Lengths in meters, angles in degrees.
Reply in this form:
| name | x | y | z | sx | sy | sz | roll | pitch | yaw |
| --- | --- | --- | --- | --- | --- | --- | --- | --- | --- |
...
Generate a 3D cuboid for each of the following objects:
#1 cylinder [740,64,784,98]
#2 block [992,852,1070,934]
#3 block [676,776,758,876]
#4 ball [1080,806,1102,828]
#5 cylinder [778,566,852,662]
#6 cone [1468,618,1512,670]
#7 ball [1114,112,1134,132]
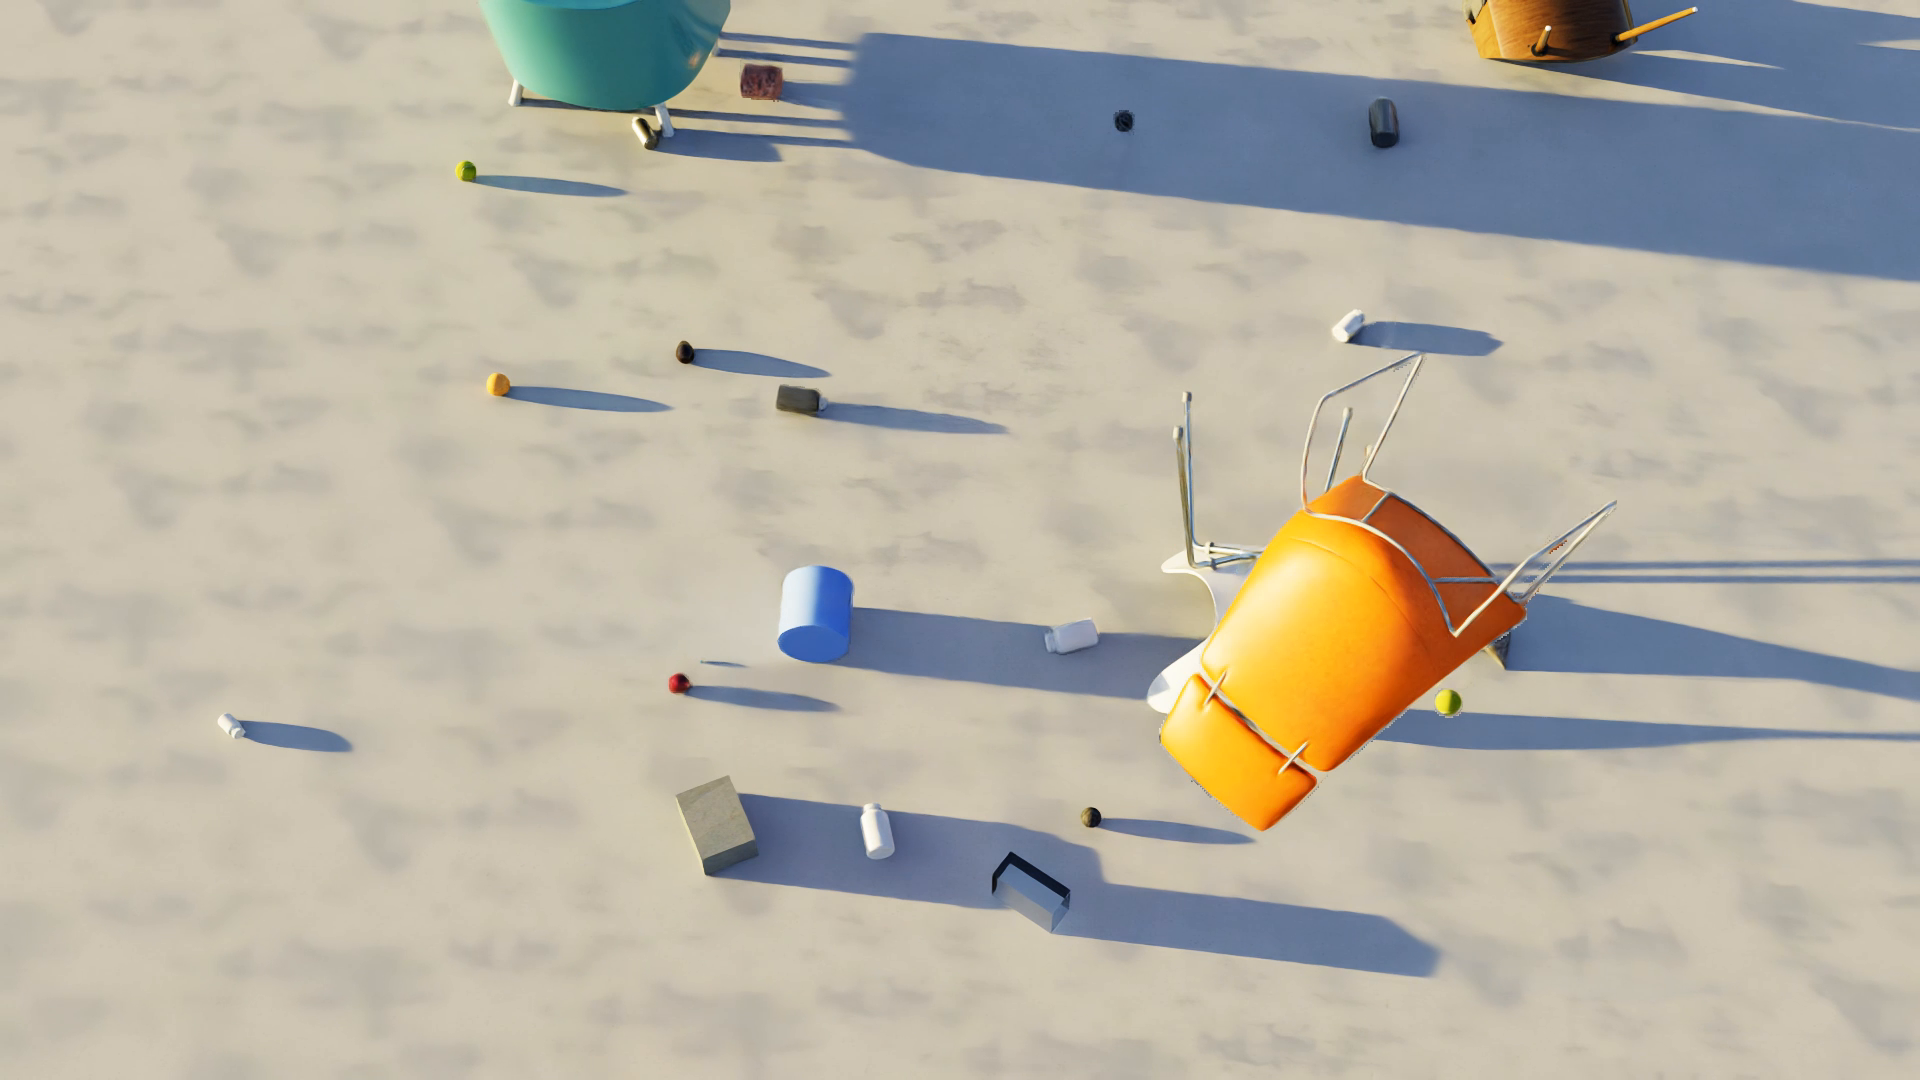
| name | x | y | z | sx | sy | sz | roll | pitch | yaw |
| --- | --- | --- | --- | --- | --- | --- | --- | --- | --- |
| cylinder | -0.681 | -1.576 | 7.555 | 0.117 | 0.104 | 0.167 | 6 | 23 | 4 |
| block | 0.189 | 0.940 | 5.868 | 0.194 | 0.125 | 0.085 | 31 | 61 | 19 |
| block | -0.662 | 0.777 | 5.992 | 0.155 | 0.100 | 0.211 | -20 | 58 | -13 |
| ball | 0.359 | 0.761 | 6.029 | 0.057 | 0.057 | 0.057 | 0 | 56 | 0 |
| cylinder | -0.415 | 0.213 | 6.311 | 0.196 | 0.204 | 0.201 | 29 | 48 | -33 |
| cone | 1.548 | 0.311 | 6.331 | 0.144 | 0.120 | 0.136 | -13 | 81 | -30 |
| ball | 0.558 | -1.422 | 7.488 | 0.067 | 0.067 | 0.067 | 0 | 56 | 0 |
